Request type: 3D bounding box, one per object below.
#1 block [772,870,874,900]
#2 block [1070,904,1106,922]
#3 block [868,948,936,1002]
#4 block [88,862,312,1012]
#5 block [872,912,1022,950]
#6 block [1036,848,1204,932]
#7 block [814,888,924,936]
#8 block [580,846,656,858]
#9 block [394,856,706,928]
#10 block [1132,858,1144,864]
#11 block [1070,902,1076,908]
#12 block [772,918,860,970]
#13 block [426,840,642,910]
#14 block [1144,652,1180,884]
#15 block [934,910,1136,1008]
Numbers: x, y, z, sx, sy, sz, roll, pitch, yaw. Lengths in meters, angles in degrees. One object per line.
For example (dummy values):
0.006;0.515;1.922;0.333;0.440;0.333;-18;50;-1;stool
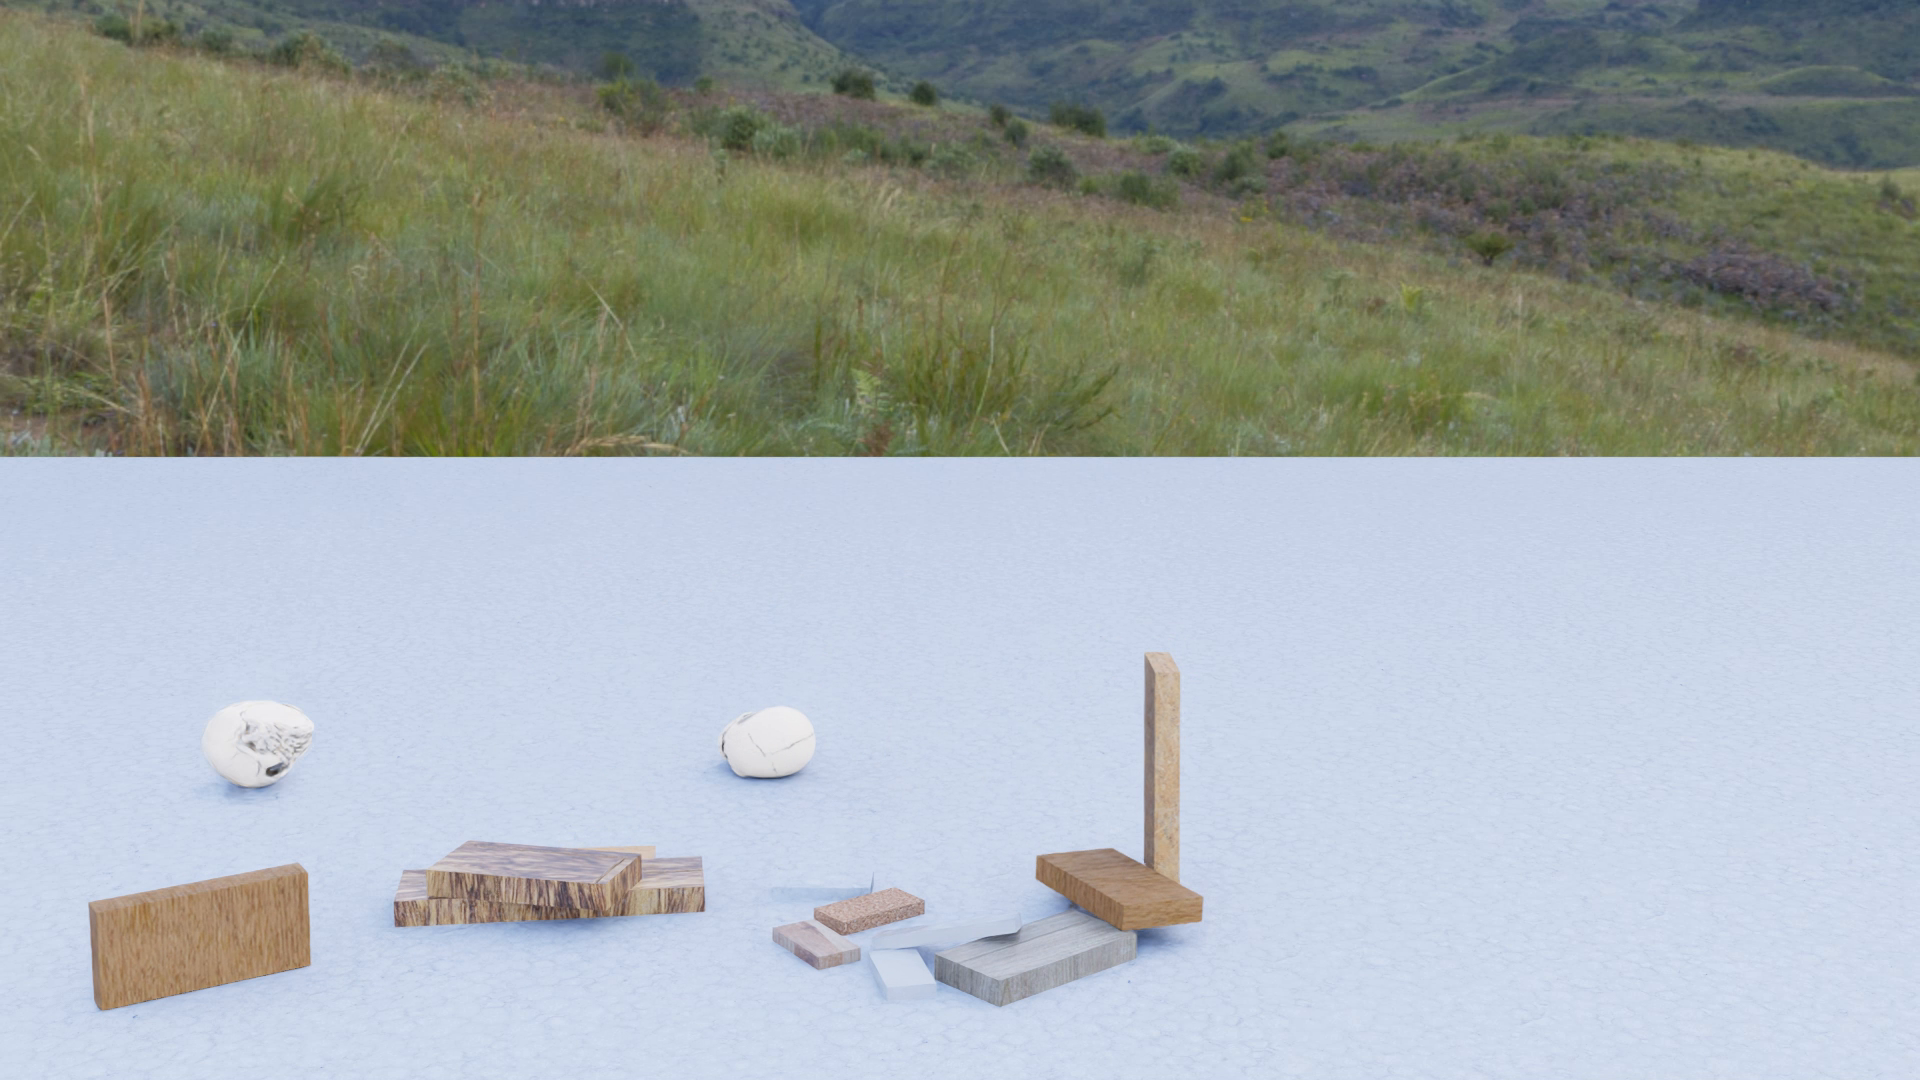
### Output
-0.228;0.577;3.673;0.163;0.023;0.081;0;11;2;block
0.225;0.601;3.531;0.095;0.014;0.048;7;30;29;block
-0.088;0.649;3.292;0.074;0.021;0.149;-2;11;-13;block
-1.123;0.586;3.262;0.307;0.153;0.043;-7;17;-34;block
-0.019;0.603;3.387;0.224;0.021;0.074;-9;-3;8;block
0.252;0.559;3.536;0.144;0.041;0.287;-1;9;-26;block
-0.146;0.600;3.553;0.163;0.023;0.081;-8;13;-38;block
-0.609;0.554;3.799;0.163;0.023;0.081;-1;11;-6;block
-0.670;0.577;3.619;0.493;0.043;0.153;-2;11;-8;block
0.290;0.567;3.757;0.049;0.014;0.097;2;11;11;block
0.231;0.592;3.584;0.095;0.014;0.048;3;28;15;block
-0.223;0.627;3.413;0.074;0.021;0.148;-7;12;-32;block
-0.689;0.543;3.567;0.307;0.043;0.153;2;11;13;block
0.333;0.395;3.636;0.041;0.396;0.144;-1;11;-2;block
0.117;0.631;3.335;0.287;0.041;0.144;-9;14;-41;block
